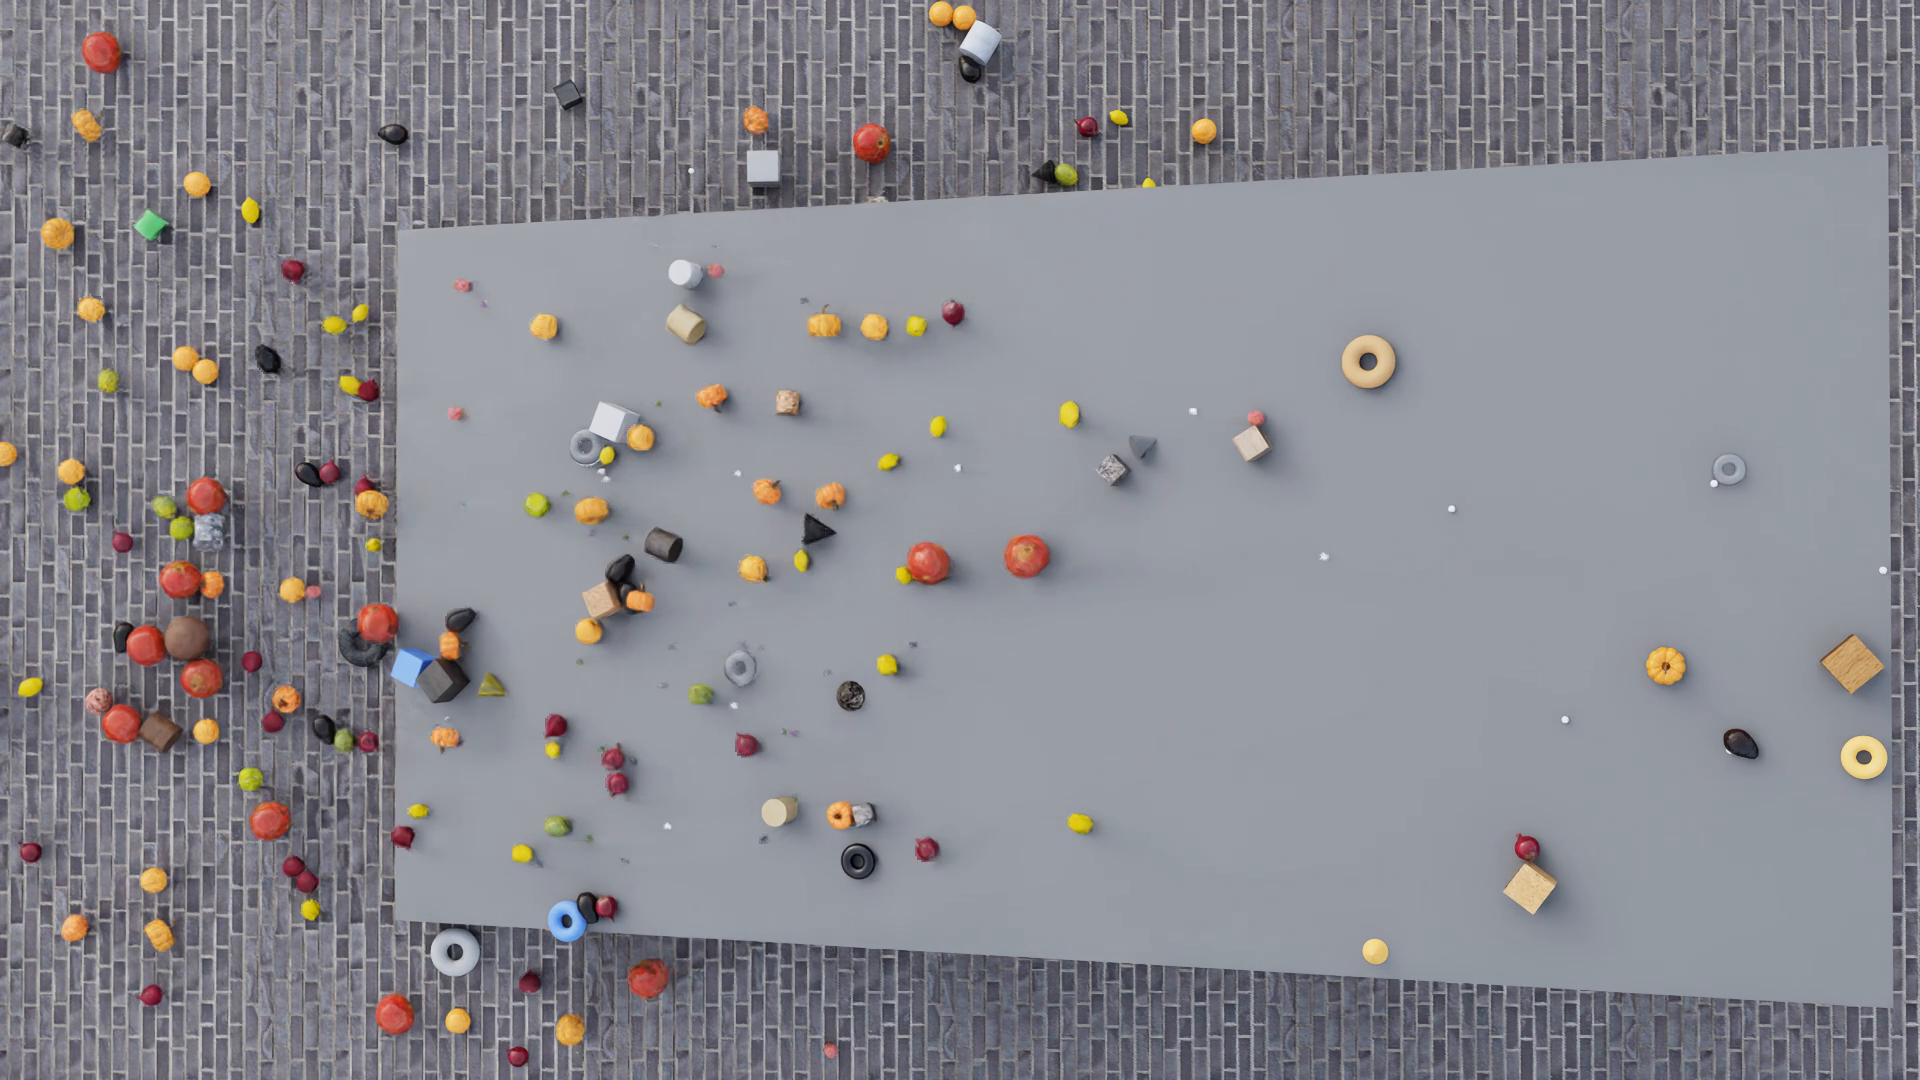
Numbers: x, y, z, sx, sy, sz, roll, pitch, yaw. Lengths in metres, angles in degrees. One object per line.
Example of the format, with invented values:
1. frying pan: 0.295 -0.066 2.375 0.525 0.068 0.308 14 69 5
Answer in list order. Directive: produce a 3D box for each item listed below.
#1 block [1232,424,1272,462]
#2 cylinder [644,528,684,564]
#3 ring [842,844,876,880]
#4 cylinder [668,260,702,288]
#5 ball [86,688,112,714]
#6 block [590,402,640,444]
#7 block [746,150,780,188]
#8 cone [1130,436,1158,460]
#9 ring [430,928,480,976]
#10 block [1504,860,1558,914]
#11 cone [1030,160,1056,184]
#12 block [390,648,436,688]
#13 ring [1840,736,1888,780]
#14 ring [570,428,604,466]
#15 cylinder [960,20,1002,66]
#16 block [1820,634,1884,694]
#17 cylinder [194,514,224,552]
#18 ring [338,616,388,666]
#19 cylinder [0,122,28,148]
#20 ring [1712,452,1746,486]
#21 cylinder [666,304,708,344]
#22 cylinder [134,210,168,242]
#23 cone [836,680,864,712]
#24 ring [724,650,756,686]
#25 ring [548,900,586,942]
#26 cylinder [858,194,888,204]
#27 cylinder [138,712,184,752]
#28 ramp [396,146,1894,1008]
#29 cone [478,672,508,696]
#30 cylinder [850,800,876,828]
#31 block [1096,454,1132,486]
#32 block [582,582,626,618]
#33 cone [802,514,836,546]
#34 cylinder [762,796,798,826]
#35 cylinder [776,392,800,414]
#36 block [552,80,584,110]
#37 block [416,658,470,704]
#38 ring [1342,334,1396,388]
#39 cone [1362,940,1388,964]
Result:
1. block: 0.738 -0.243 5.543 0.067 0.067 0.067 -34 79 15
2. cylinder: -0.817 0.015 6.059 0.077 0.077 0.077 23 89 18
3. ring: -0.273 0.860 5.888 0.098 0.033 0.098 0 91 19
4. cylinder: -0.755 -0.733 6.053 0.069 0.069 0.069 0 89 19
5. ball: -2.515 0.471 6.427 0.074 0.074 0.074 0 89 0
6. block: -0.960 -0.326 6.107 0.086 0.086 0.086 24 97 17
7. block: -0.574 -1.087 6.441 0.090 0.090 0.090 -1 89 0
8. cone: 0.479 -0.247 5.650 0.067 0.067 0.067 -19 89 -10
9. ring: -1.476 1.204 6.430 0.144 0.048 0.144 0 90 1
10. block: 1.375 0.835 5.302 0.087 0.087 0.087 37 101 15
11. cone: 0.238 -1.078 6.469 0.071 0.071 0.071 -6 89 27
12. block: -1.564 0.366 6.304 0.082 0.082 0.082 24 97 17
13. ring: 2.094 0.503 5.093 0.101 0.034 0.101 -1 88 18
14. ring: -1.046 -0.262 6.162 0.108 0.036 0.108 -1 88 20
15. cylinder: 0.060 -1.456 6.444 0.093 0.093 0.093 30 89 0
16. block: 2.058 0.285 5.075 0.096 0.096 0.096 -43 77 13
17. cylinder: -2.189 -0.022 6.410 0.085 0.085 0.085 -7 67 0
18. ring: -1.747 0.298 6.442 0.147 0.049 0.147 0 88 0
19. cylinder: -2.777 -1.189 6.458 0.057 0.057 0.057 26 89 0
20. ring: 1.818 -0.167 5.199 0.078 0.026 0.078 -1 88 18
21. cylinder: -0.751 -0.592 6.044 0.080 0.080 0.080 35 89 16
22. cylinder: -2.373 -0.923 6.450 0.066 0.066 0.066 39 89 0
23. cone: -0.307 0.420 5.879 0.083 0.083 0.083 0 89 19
24. ring: -0.600 0.349 6.005 0.097 0.032 0.097 -1 88 18
25. ring: -1.101 1.068 6.161 0.116 0.039 0.116 0 90 18
26. cylinder: -0.248 -0.955 6.437 0.094 0.094 0.094 -22 89 0
27. cylinder: -2.333 0.560 6.419 0.088 0.088 0.088 36 89 0
28. ramp: 0.278 0.092 5.782 4.000 0.100 2.000 0 89 19
29. cone: -1.319 0.425 6.245 0.080 0.080 0.080 25 89 -10
30. cylinder: -0.258 0.732 5.873 0.054 0.054 0.054 -21 96 0
31. block: 0.395 -0.180 5.663 0.058 0.058 0.058 -46 76 13
32. block: -0.990 0.167 6.116 0.076 0.076 0.076 -26 81 17
33. cone: -0.376 -0.023 5.930 0.093 0.093 0.093 6 89 -8
34. cylinder: -0.487 0.733 5.939 0.074 0.074 0.074 0 89 19
35. cylinder: -0.466 -0.371 5.955 0.059 0.059 0.059 2 89 0
36. block: -1.151 -1.308 6.458 0.060 0.060 0.060 -26 89 0
37. block: -1.475 0.401 6.270 0.089 0.089 0.089 -43 77 13
38. ring: 1.015 -0.443 5.464 0.134 0.045 0.134 0 90 20
39. cone: 1.022 1.022 5.432 0.063 0.063 0.063 0 89 19
